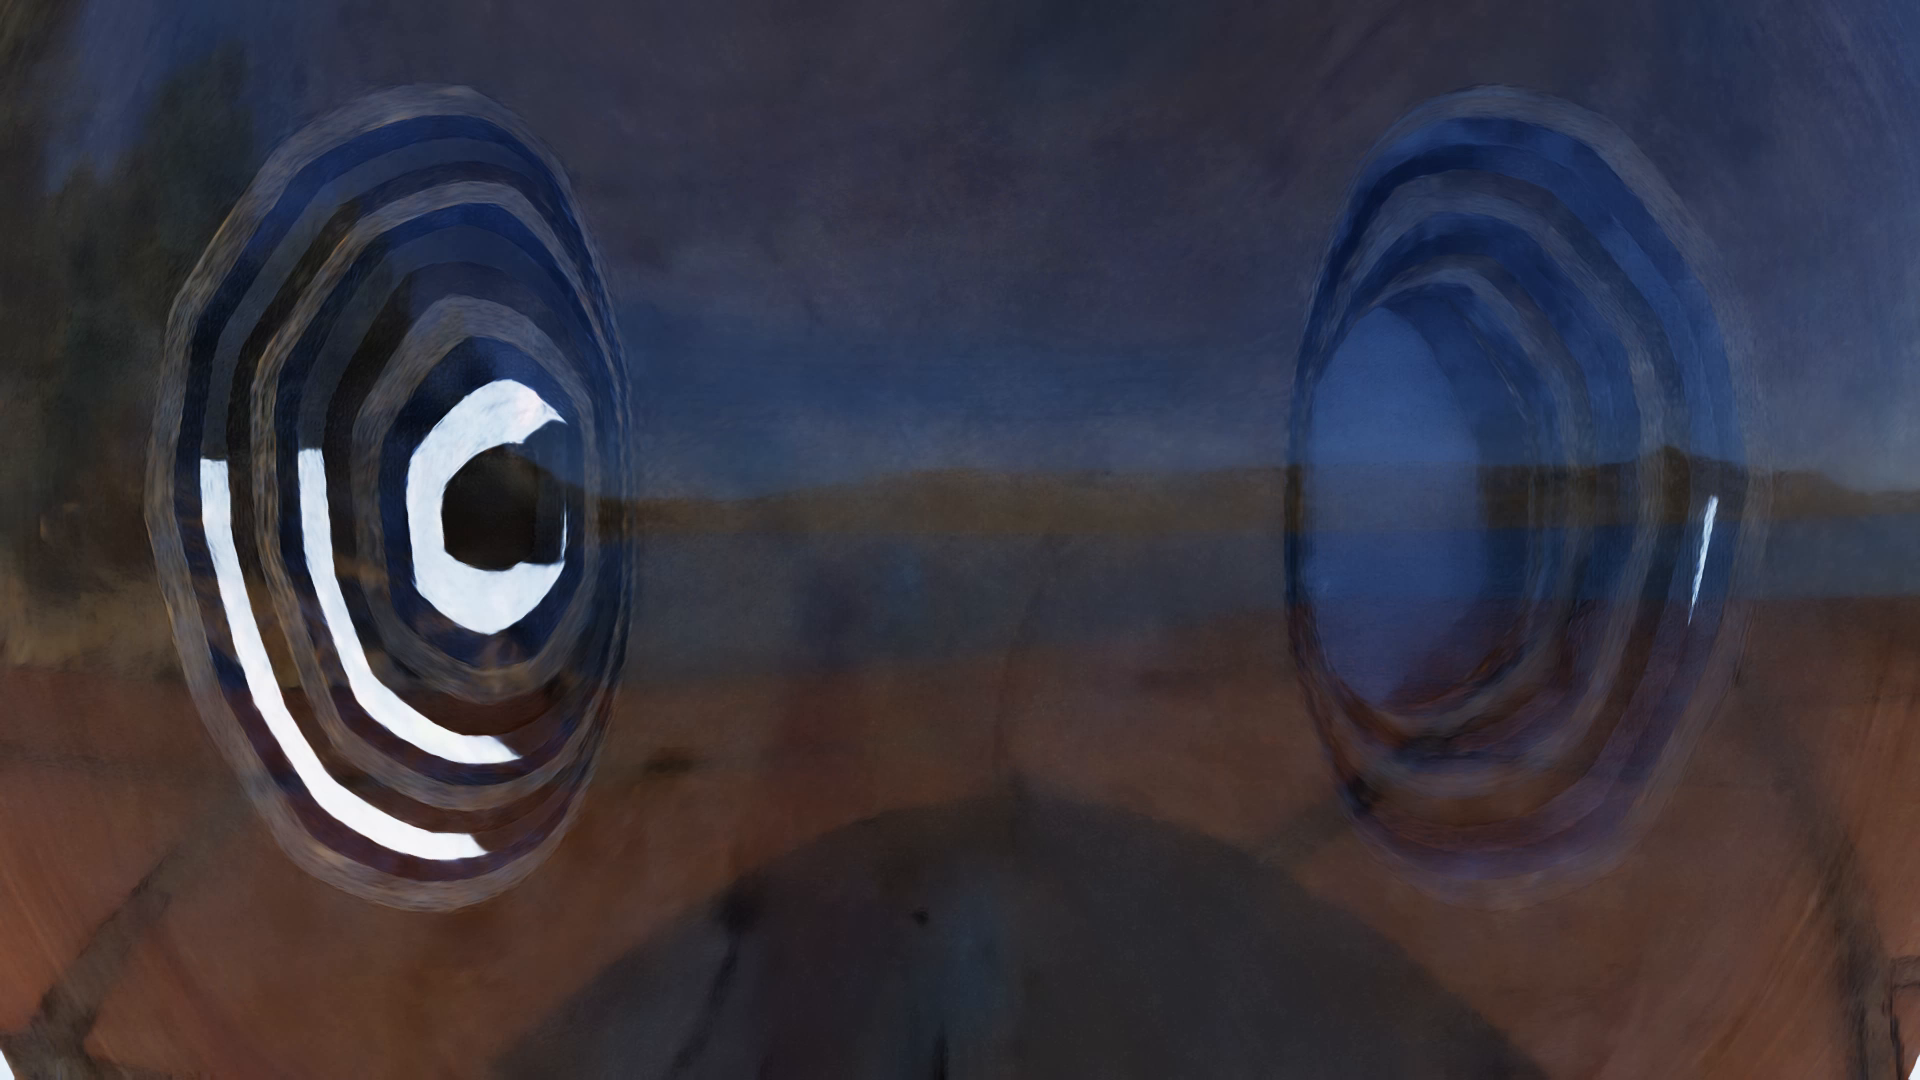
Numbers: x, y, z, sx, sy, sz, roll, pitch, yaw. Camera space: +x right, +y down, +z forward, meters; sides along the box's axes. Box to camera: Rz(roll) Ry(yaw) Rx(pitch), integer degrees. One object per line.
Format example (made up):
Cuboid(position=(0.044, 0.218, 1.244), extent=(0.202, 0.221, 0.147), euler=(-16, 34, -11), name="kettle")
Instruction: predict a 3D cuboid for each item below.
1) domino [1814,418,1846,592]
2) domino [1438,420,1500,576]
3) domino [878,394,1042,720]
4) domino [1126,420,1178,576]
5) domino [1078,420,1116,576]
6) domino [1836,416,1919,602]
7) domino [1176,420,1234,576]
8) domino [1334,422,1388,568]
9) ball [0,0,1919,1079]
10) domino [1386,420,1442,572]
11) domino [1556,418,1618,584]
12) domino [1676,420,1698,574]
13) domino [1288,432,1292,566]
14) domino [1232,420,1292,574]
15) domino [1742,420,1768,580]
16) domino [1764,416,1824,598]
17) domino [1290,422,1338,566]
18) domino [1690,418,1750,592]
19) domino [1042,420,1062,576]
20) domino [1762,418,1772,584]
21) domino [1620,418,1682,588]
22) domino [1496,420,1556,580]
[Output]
Cuboid(position=(0.262, -0.010, 0.372), extent=(0.025, 0.050, 0.010), euler=(1, 4, 8), name="domino")
Cuboid(position=(0.169, -0.014, 0.425), extent=(0.009, 0.050, 0.025), euler=(4, 6, 41), name="domino")
Cuboid(position=(0.000, 0.002, 0.201), extent=(0.025, 0.050, 0.009), euler=(0, 4, 0), name="domino")
Cuboid(position=(0.063, -0.014, 0.423), extent=(0.010, 0.050, 0.025), euler=(-1, 4, -9), name="domino")
Cuboid(position=(0.045, -0.014, 0.421), extent=(0.010, 0.050, 0.025), euler=(0, 4, 1), name="domino")
Cuboid(position=(0.255, -0.009, 0.355), extent=(0.010, 0.050, 0.025), euler=(1, 4, 13), name="domino")
Cuboid(position=(0.081, -0.014, 0.426), extent=(0.009, 0.050, 0.025), euler=(-1, 4, -13), name="domino")
Cuboid(position=(0.141, -0.016, 0.449), extent=(0.010, 0.050, 0.025), euler=(3, 5, 38), name="domino")
Cuboid(position=(0.000, -0.002, 0.056), extent=(0.080, 0.080, 0.080), euler=(0, 4, 0), name="ball")
Cuboid(position=(0.155, -0.015, 0.437), extent=(0.009, 0.050, 0.025), euler=(4, 6, 40), name="domino")
Cuboid(position=(0.196, -0.013, 0.402), extent=(0.009, 0.050, 0.025), euler=(4, 6, 41), name="domino")
Cuboid(position=(0.248, -0.014, 0.423), extent=(0.025, 0.050, 0.010), euler=(-1, 4, -8), name="domino")
Cuboid(position=(0.102, -0.016, 0.449), extent=(0.025, 0.050, 0.009), euler=(1, 4, 9), name="domino")
Cuboid(position=(0.098, -0.015, 0.432), extent=(0.009, 0.050, 0.025), euler=(-3, 5, -38), name="domino")
Cuboid(position=(0.253, -0.013, 0.406), extent=(0.025, 0.050, 0.009), euler=(-1, 4, -17), name="domino")
Cuboid(position=(0.238, -0.010, 0.367), extent=(0.010, 0.050, 0.025), euler=(2, 5, 27), name="domino")
Cuboid(position=(0.126, -0.017, 0.460), extent=(0.009, 0.050, 0.025), euler=(3, 5, 33), name="domino")
Cuboid(position=(0.224, -0.011, 0.378), extent=(0.009, 0.050, 0.025), euler=(4, 6, 39), name="domino")
Cuboid(position=(0.027, -0.014, 0.421), extent=(0.010, 0.050, 0.025), euler=(0, 4, -5), name="domino")
Cuboid(position=(0.258, -0.012, 0.388), extent=(0.025, 0.050, 0.009), euler=(-1, 4, -15), name="domino")
Cuboid(position=(0.210, -0.012, 0.390), extent=(0.009, 0.050, 0.025), euler=(4, 6, 40), name="domino")
Cuboid(position=(0.183, -0.013, 0.413), extent=(0.009, 0.050, 0.025), euler=(4, 6, 41), name="domino")
